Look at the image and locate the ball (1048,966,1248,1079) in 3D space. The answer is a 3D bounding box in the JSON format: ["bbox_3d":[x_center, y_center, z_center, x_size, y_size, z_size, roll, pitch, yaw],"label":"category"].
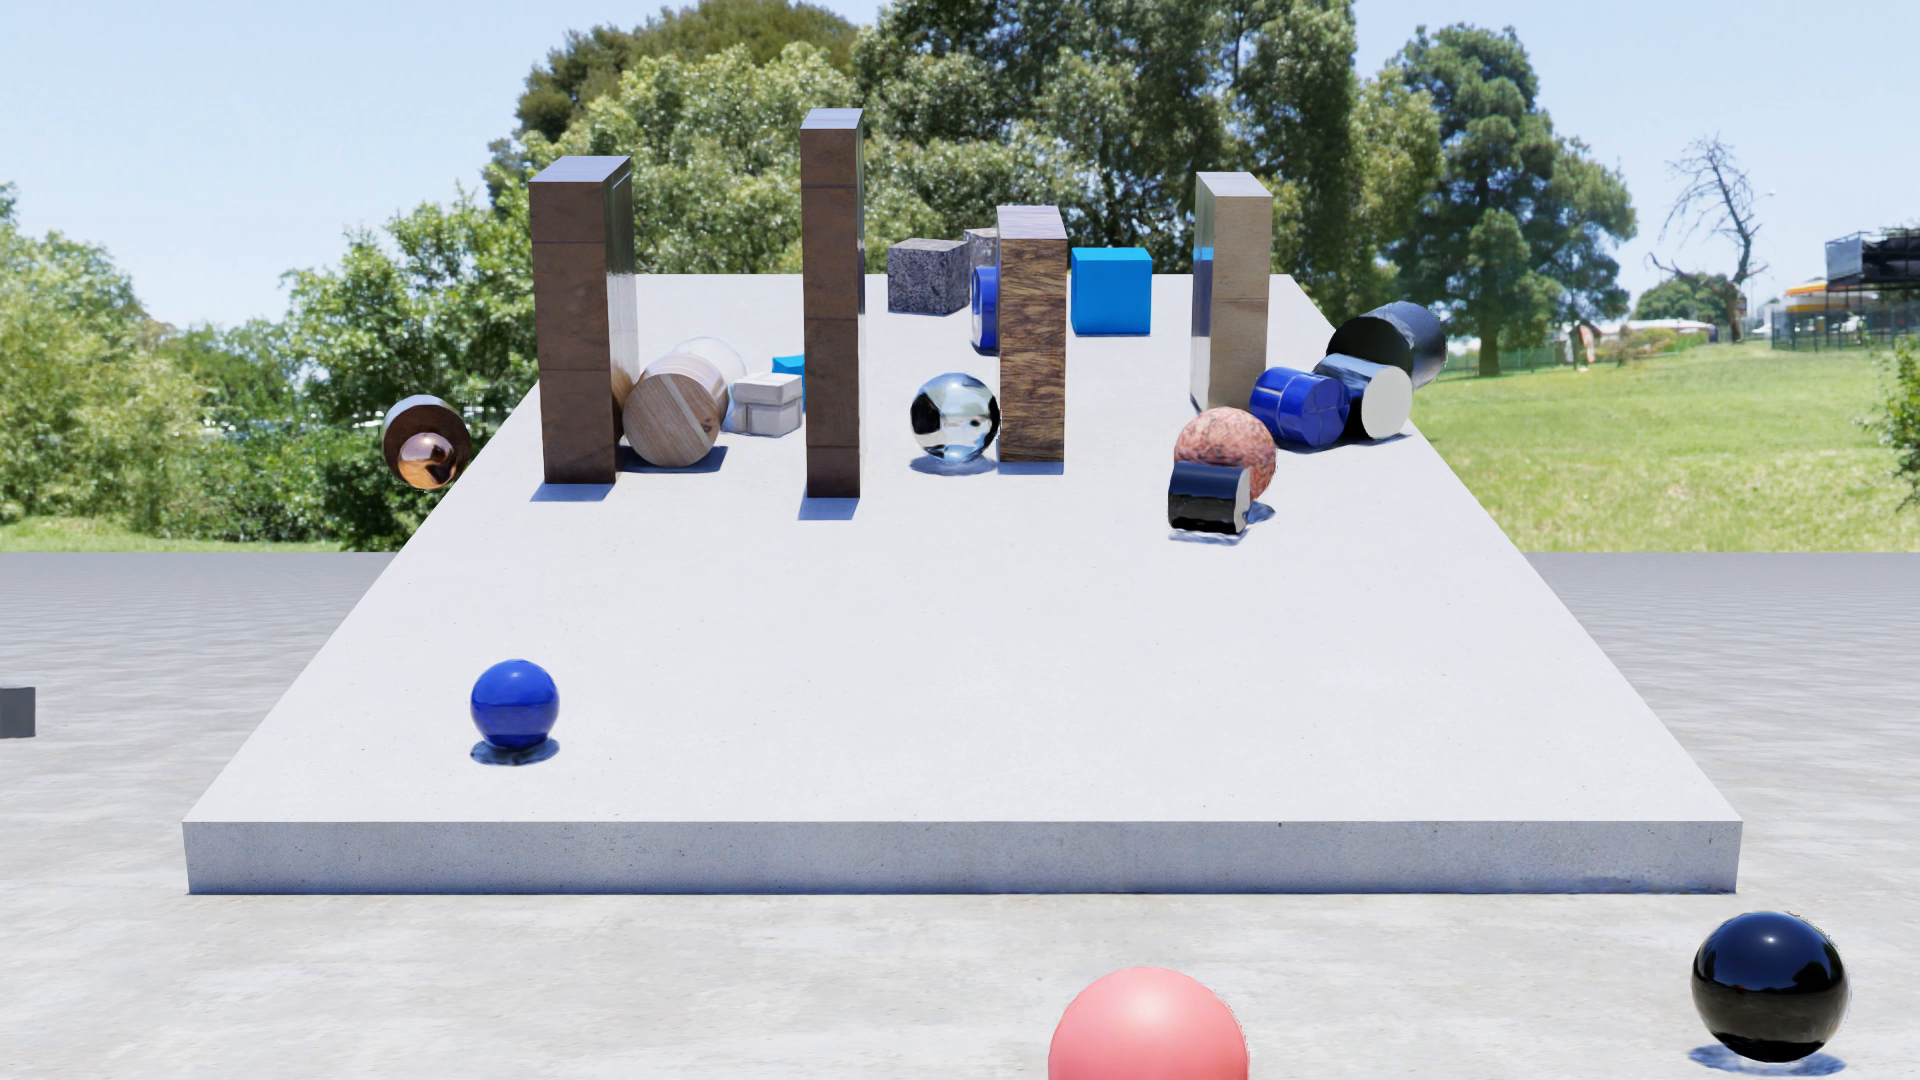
[{"bbox_3d":[0.135,0.380,1.598,0.144,0.144,0.144,0,0,0],"label":"ball"}]

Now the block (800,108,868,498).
[{"bbox_3d":[-0.245,-0.472,4.367,0.103,0.708,0.353,0,17,0],"label":"block"}]

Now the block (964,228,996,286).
[{"bbox_3d":[0.111,-0.824,6.489,0.154,0.154,0.154,-7,18,-23],"label":"block"}]

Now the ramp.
[{"bbox_3d":[-0.003,-0.171,4.771,2.000,0.100,4.000,0,17,0],"label":"ramp"}]

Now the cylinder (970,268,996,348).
[{"bbox_3d":[0.143,-0.593,5.640,0.204,0.204,0.204,-2,0,-7],"label":"cylinder"}]

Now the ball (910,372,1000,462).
[{"bbox_3d":[-0.011,-0.250,4.537,0.185,0.185,0.185,0,0,0],"label":"ball"}]

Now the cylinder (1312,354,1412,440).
[{"bbox_3d":[0.860,-0.310,4.786,0.160,0.160,0.160,0,13,-39],"label":"cylinder"}]

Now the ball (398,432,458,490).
[{"bbox_3d":[-1.135,-0.168,4.732,0.123,0.123,0.123,0,0,0],"label":"ball"}]

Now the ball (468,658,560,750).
[{"bbox_3d":[-0.615,0.227,3.066,0.125,0.125,0.125,0,0,0],"label":"ball"}]

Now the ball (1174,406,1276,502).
[{"bbox_3d":[0.503,-0.155,4.211,0.195,0.195,0.195,0,0,0],"label":"ball"}]

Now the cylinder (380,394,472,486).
[{"bbox_3d":[-1.236,-0.229,5.129,0.195,0.195,0.195,0,9,-17],"label":"cylinder"}]

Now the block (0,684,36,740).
[{"bbox_3d":[-2.246,0.403,5.198,0.117,0.117,0.117,0,0,-41],"label":"block"}]

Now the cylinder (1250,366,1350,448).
[{"bbox_3d":[0.721,-0.284,4.715,0.149,0.149,0.149,0,13,-40],"label":"cylinder"}]

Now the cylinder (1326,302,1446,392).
[{"bbox_3d":[0.977,-0.426,5.082,0.210,0.210,0.210,0,14,33],"label":"cylinder"}]

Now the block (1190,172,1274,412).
[{"bbox_3d":[0.598,-0.537,4.931,0.122,0.508,0.385,0,17,0],"label":"block"}]

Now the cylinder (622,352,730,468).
[{"bbox_3d":[-0.584,-0.270,4.576,0.197,0.197,0.197,0,17,0],"label":"cylinder"}]

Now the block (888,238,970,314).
[{"bbox_3d":[-0.087,-0.732,6.153,0.174,0.174,0.174,7,18,21],"label":"block"}]

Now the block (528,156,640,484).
[{"bbox_3d":[-0.753,-0.454,4.499,0.141,0.597,0.392,0,17,0],"label":"block"}]

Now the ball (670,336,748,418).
[{"bbox_3d":[-0.560,-0.349,4.854,0.191,0.191,0.191,0,0,0],"label":"ball"}]

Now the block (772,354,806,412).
[{"bbox_3d":[-0.355,-0.353,5.013,0.107,0.107,0.107,-7,18,-21],"label":"block"}]

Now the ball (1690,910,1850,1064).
[{"bbox_3d":[0.704,0.388,1.931,0.130,0.130,0.130,0,0,0],"label":"ball"}]

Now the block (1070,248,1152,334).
[{"bbox_3d":[0.399,-0.661,5.883,0.195,0.195,0.195,0,17,-2],"label":"block"}]

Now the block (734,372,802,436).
[{"bbox_3d":[-0.417,-0.297,4.820,0.110,0.110,0.110,7,18,21],"label":"block"}]

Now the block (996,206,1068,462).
[{"bbox_3d":[0.147,-0.446,4.710,0.133,0.461,0.449,0,17,0],"label":"block"}]

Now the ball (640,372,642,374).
[{"bbox_3d":[-0.706,-0.302,4.814,0.124,0.124,0.124,0,0,0],"label":"ball"}]
